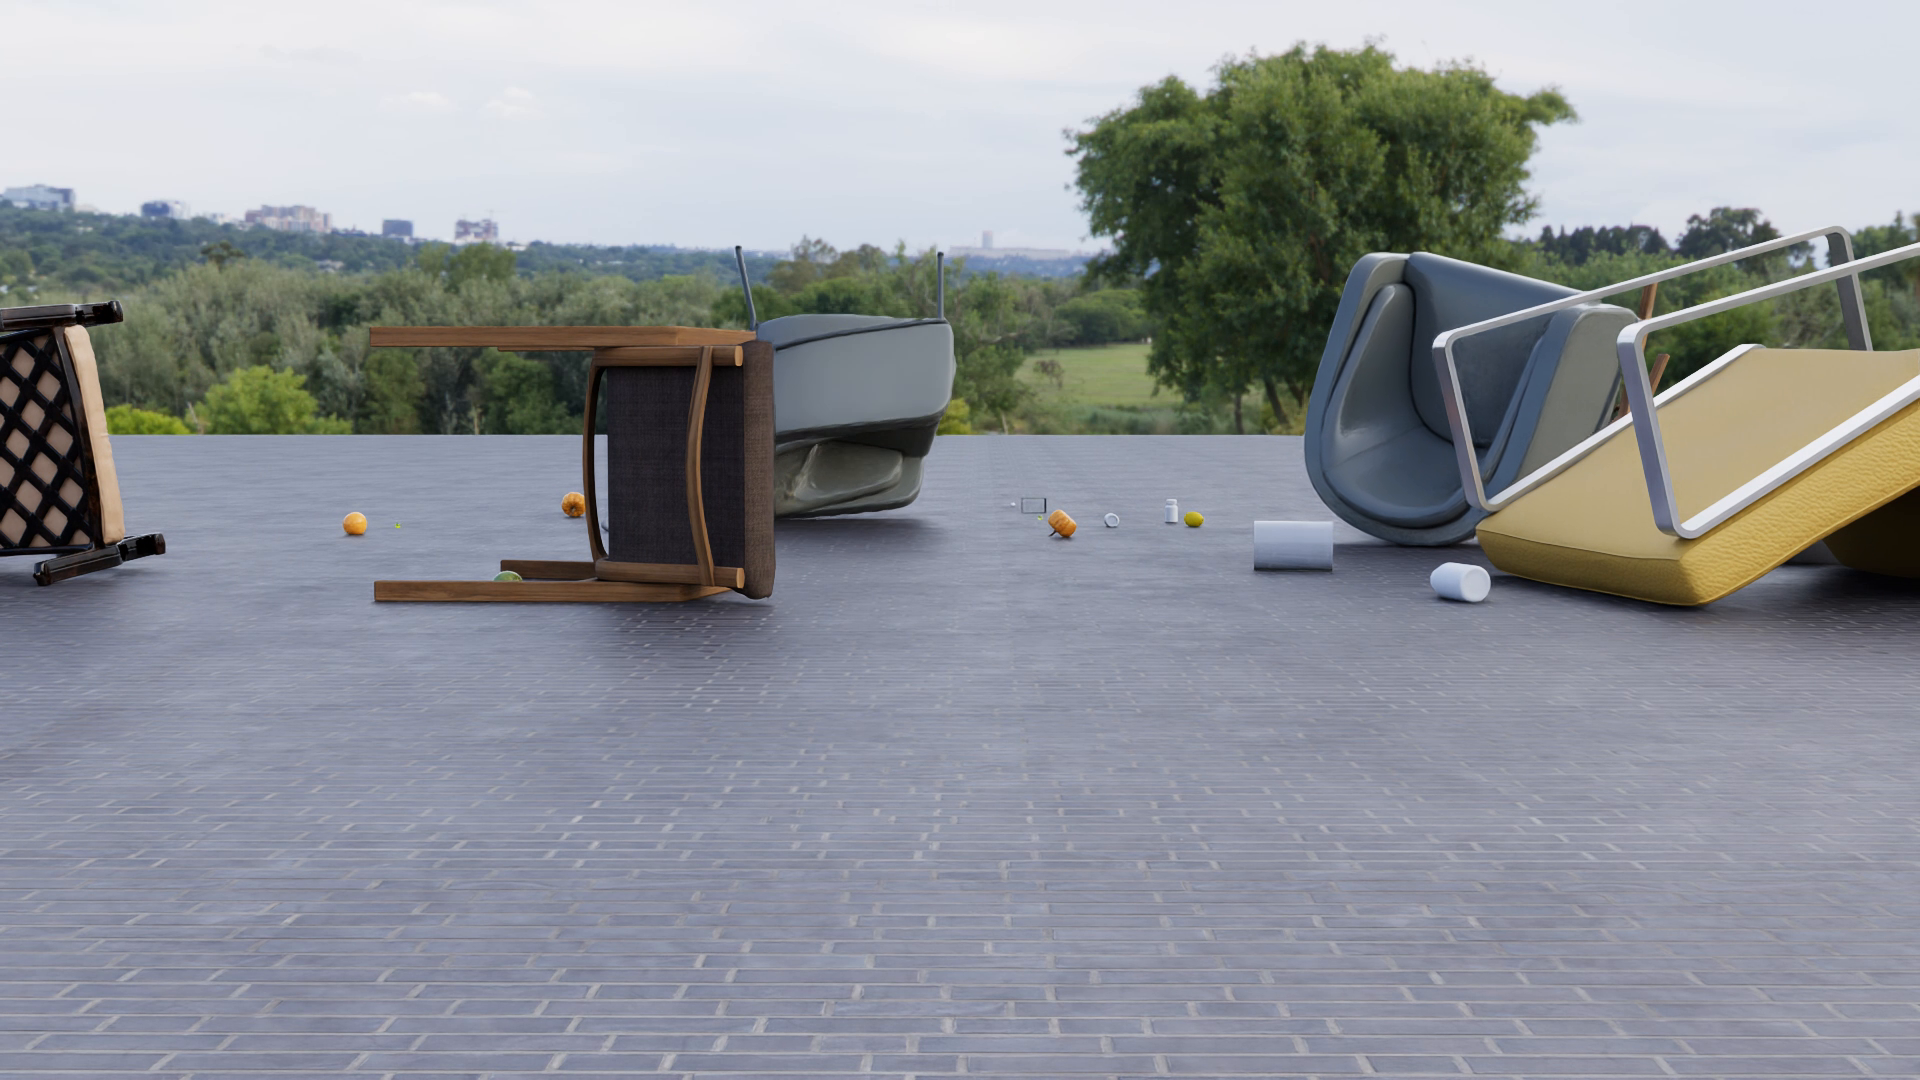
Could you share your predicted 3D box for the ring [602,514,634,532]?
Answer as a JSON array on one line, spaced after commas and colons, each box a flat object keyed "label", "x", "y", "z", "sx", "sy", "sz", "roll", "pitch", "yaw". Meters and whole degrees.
[{"label": "ring", "x": -1.082, "y": -0.055, "z": 6.951, "sx": 0.107, "sy": 0.057, "sz": 0.034, "roll": -10, "pitch": -13, "yaw": 0}]

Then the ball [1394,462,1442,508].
[{"label": "ball", "x": 1.724, "y": -0.209, "z": 8.291, "sx": 0.177, "sy": 0.177, "sz": 0.177, "roll": 0, "pitch": 4, "yaw": 0}]

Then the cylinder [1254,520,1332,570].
[{"label": "cylinder", "x": 0.826, "y": 0.014, "z": 5.452, "sx": 0.192, "sy": 0.123, "sz": 0.091, "roll": 1, "pitch": 12, "yaw": 8}]

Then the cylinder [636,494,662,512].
[{"label": "cylinder", "x": -1.136, "y": -0.134, "z": 8.028, "sx": 0.103, "sy": 0.063, "sz": 0.080, "roll": -3, "pitch": 5, "yaw": -39}]

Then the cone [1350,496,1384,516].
[{"label": "cone", "x": 1.451, "y": -0.122, "z": 7.839, "sx": 0.116, "sy": 0.066, "sz": 0.120, "roll": -2, "pitch": 5, "yaw": -31}]

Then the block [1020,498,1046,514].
[{"label": "block", "x": 0.267, "y": -0.125, "z": 7.985, "sx": 0.084, "sy": 0.053, "sz": 0.059, "roll": -1, "pitch": 4, "yaw": -8}]

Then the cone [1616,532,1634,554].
[{"label": "cone", "x": 1.814, "y": 0.007, "z": 5.996, "sx": 0.051, "sy": 0.062, "sz": 0.057, "roll": 1, "pitch": 4, "yaw": 15}]

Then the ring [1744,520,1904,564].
[{"label": "ring", "x": 2.241, "y": 0.006, "z": 5.709, "sx": 0.399, "sy": 0.105, "sz": 0.226, "roll": 1, "pitch": 6, "yaw": 4}]
